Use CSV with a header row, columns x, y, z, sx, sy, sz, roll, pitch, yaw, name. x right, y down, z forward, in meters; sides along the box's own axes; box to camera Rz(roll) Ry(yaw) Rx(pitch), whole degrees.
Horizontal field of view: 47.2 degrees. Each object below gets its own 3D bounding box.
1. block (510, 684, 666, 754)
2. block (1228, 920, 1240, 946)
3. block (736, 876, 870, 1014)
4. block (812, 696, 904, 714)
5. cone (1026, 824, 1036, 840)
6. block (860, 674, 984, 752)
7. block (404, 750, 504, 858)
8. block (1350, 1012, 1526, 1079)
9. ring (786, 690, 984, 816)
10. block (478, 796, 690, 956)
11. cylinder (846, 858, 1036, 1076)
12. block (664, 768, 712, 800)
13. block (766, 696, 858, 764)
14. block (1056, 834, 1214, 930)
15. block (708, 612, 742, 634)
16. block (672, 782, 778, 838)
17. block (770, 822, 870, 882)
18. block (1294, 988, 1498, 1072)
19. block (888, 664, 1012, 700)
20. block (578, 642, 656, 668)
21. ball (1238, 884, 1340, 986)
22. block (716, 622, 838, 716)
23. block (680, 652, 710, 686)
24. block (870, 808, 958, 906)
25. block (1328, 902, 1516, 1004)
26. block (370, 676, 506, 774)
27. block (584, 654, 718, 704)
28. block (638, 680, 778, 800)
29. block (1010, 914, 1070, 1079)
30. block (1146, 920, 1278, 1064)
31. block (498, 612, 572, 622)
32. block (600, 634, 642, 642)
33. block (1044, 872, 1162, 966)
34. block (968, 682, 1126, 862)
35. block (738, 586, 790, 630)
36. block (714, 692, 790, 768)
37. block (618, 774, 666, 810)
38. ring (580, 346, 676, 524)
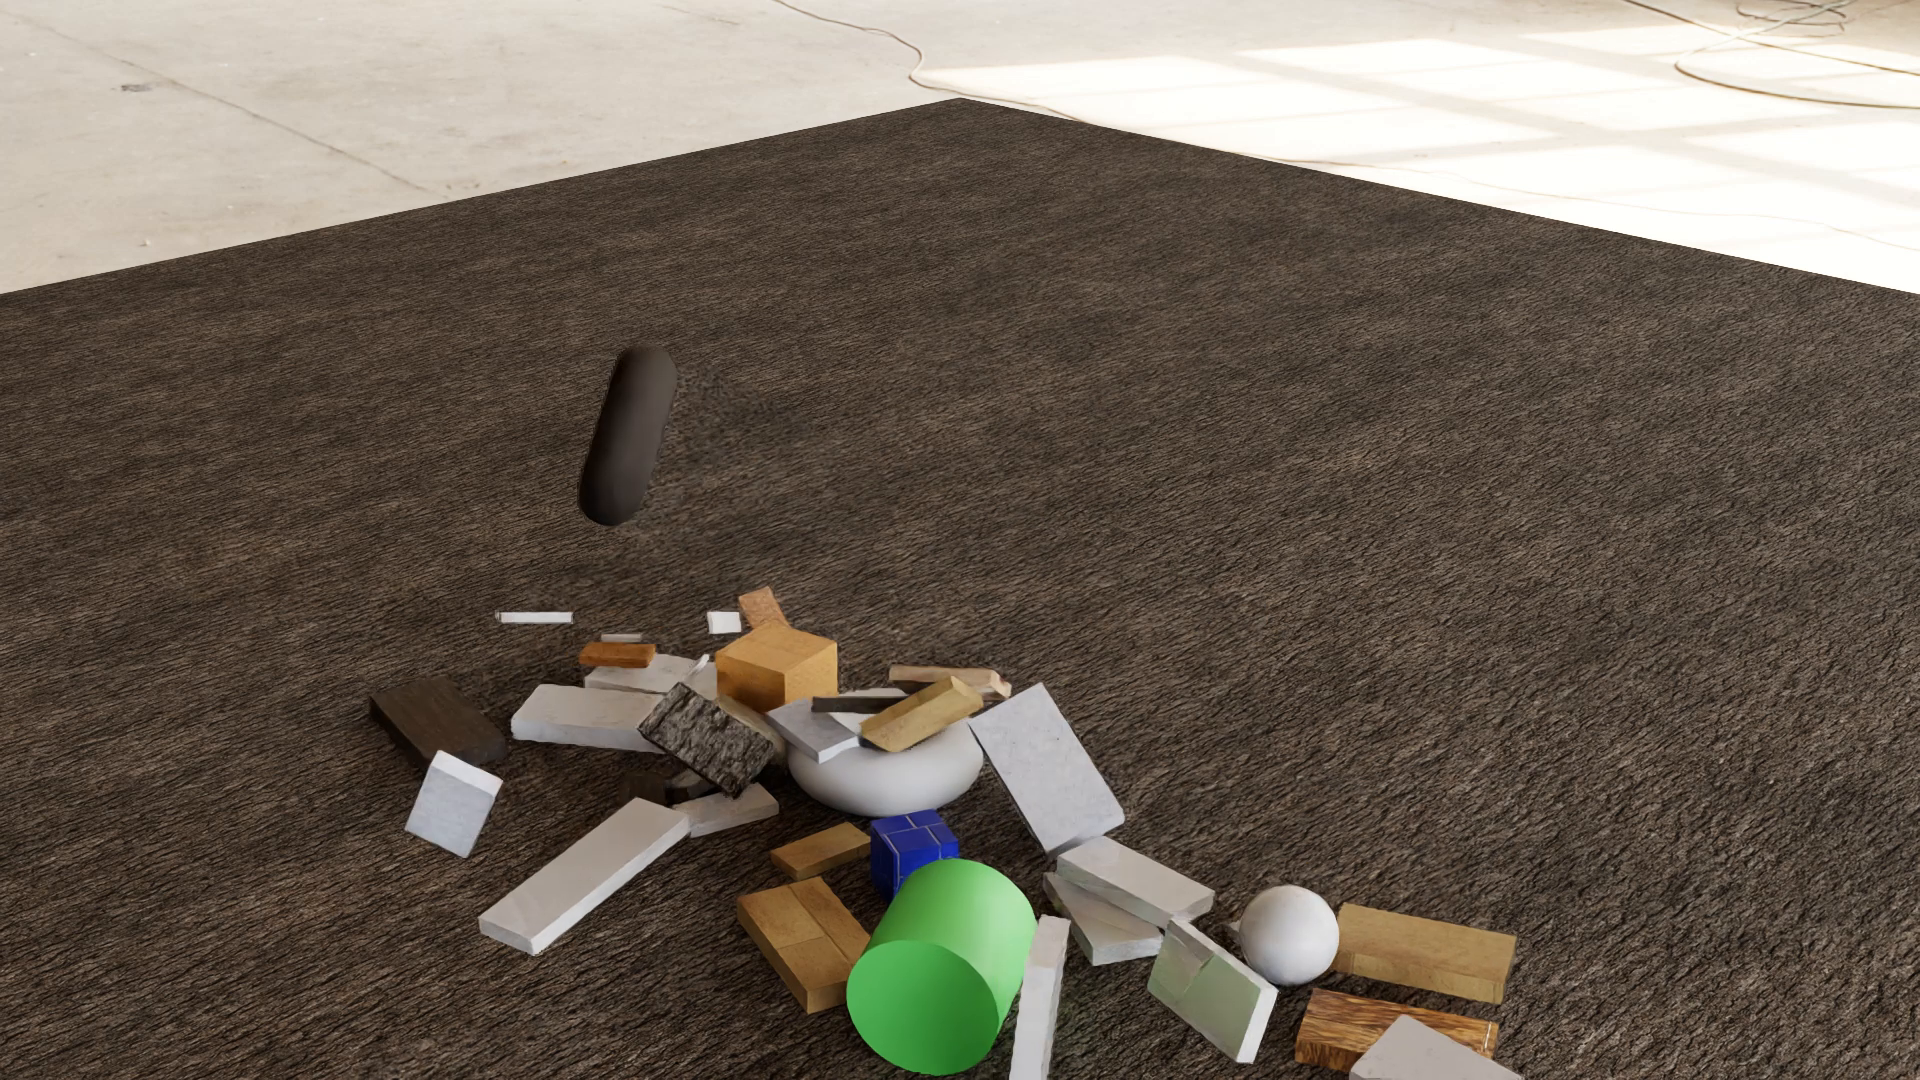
x,y,z,sx,sy,sz,roll,pitch,yaw,name
-0.780,0.388,4.785,0.344,0.049,0.172,5,23,11,block
0.590,0.714,4.045,0.177,0.025,0.089,-13,26,-27,block
-0.264,0.729,3.982,0.167,0.047,0.335,-11,25,-24,block
-0.178,0.334,4.452,0.220,0.031,0.110,-1,-3,14,block
0.210,0.539,4.400,0.159,0.159,0.159,2,-4,4,cone
-0.076,0.346,4.349,0.220,0.110,0.031,-29,52,21,block
-0.968,0.507,4.199,0.133,0.265,0.038,27,49,-6,block
0.801,0.893,3.526,0.315,0.045,0.158,25,44,35,block
-0.154,0.438,4.559,0.409,0.136,0.409,1,23,0,ring
-0.706,0.631,4.172,0.133,0.038,0.447,15,32,30,block
-0.027,0.720,3.728,0.262,0.262,0.262,6,24,15,cylinder
-0.532,0.489,4.541,0.092,0.026,0.185,-5,15,37,block
-0.302,0.387,4.480,0.096,0.027,0.193,-21,33,-31,block
0.326,0.640,4.109,0.267,0.038,0.134,23,26,36,block
-0.521,0.184,4.859,0.013,0.046,0.092,-10,-7,35,block
-0.474,0.545,4.441,0.193,0.027,0.096,-13,26,-27,block
-0.268,0.608,4.295,0.183,0.026,0.091,-17,28,-35,block
0.737,0.847,3.708,0.315,0.045,0.158,8,24,18,block
-0.020,0.287,4.408,0.220,0.031,0.110,1,-20,24,block
-0.778,0.261,4.993,0.156,0.022,0.078,3,23,7,block
0.581,0.699,3.888,0.176,0.176,0.176,0,23,0,ball
-0.396,0.316,4.778,0.186,0.186,0.186,14,27,30,block
-0.568,0.284,4.671,0.013,0.092,0.046,38,23,-9,block
-0.087,0.607,4.165,0.129,0.129,0.129,-9,25,-20,block
0.828,0.742,3.955,0.315,0.045,0.158,9,24,19,block
-1.130,0.402,4.750,0.172,0.049,0.344,-15,27,-31,block
-0.648,0.323,4.936,0.344,0.049,0.172,8,24,18,block
-0.519,0.409,4.504,0.266,0.038,0.133,30,69,27,block
0.117,0.782,3.458,0.047,0.341,0.167,9,18,8,block
0.428,0.768,3.755,0.038,0.134,0.267,12,10,-33,block
-0.959,0.174,4.960,0.156,0.022,0.078,1,-1,-19,block
-0.778,0.226,5.047,0.092,0.013,0.046,1,6,-8,block
0.263,0.692,4.082,0.134,0.038,0.267,-7,24,-16,block
0.167,0.451,4.302,0.167,0.047,0.335,-28,56,-7,block
-0.459,0.179,5.171,0.078,0.022,0.156,-20,46,-13,block
-0.436,0.399,4.623,0.193,0.027,0.096,31,25,-10,block
-0.636,0.542,4.402,0.092,0.026,0.185,-3,35,-7,block
-0.753,-0.236,4.989,0.141,0.423,0.423,17,21,-10,ring
